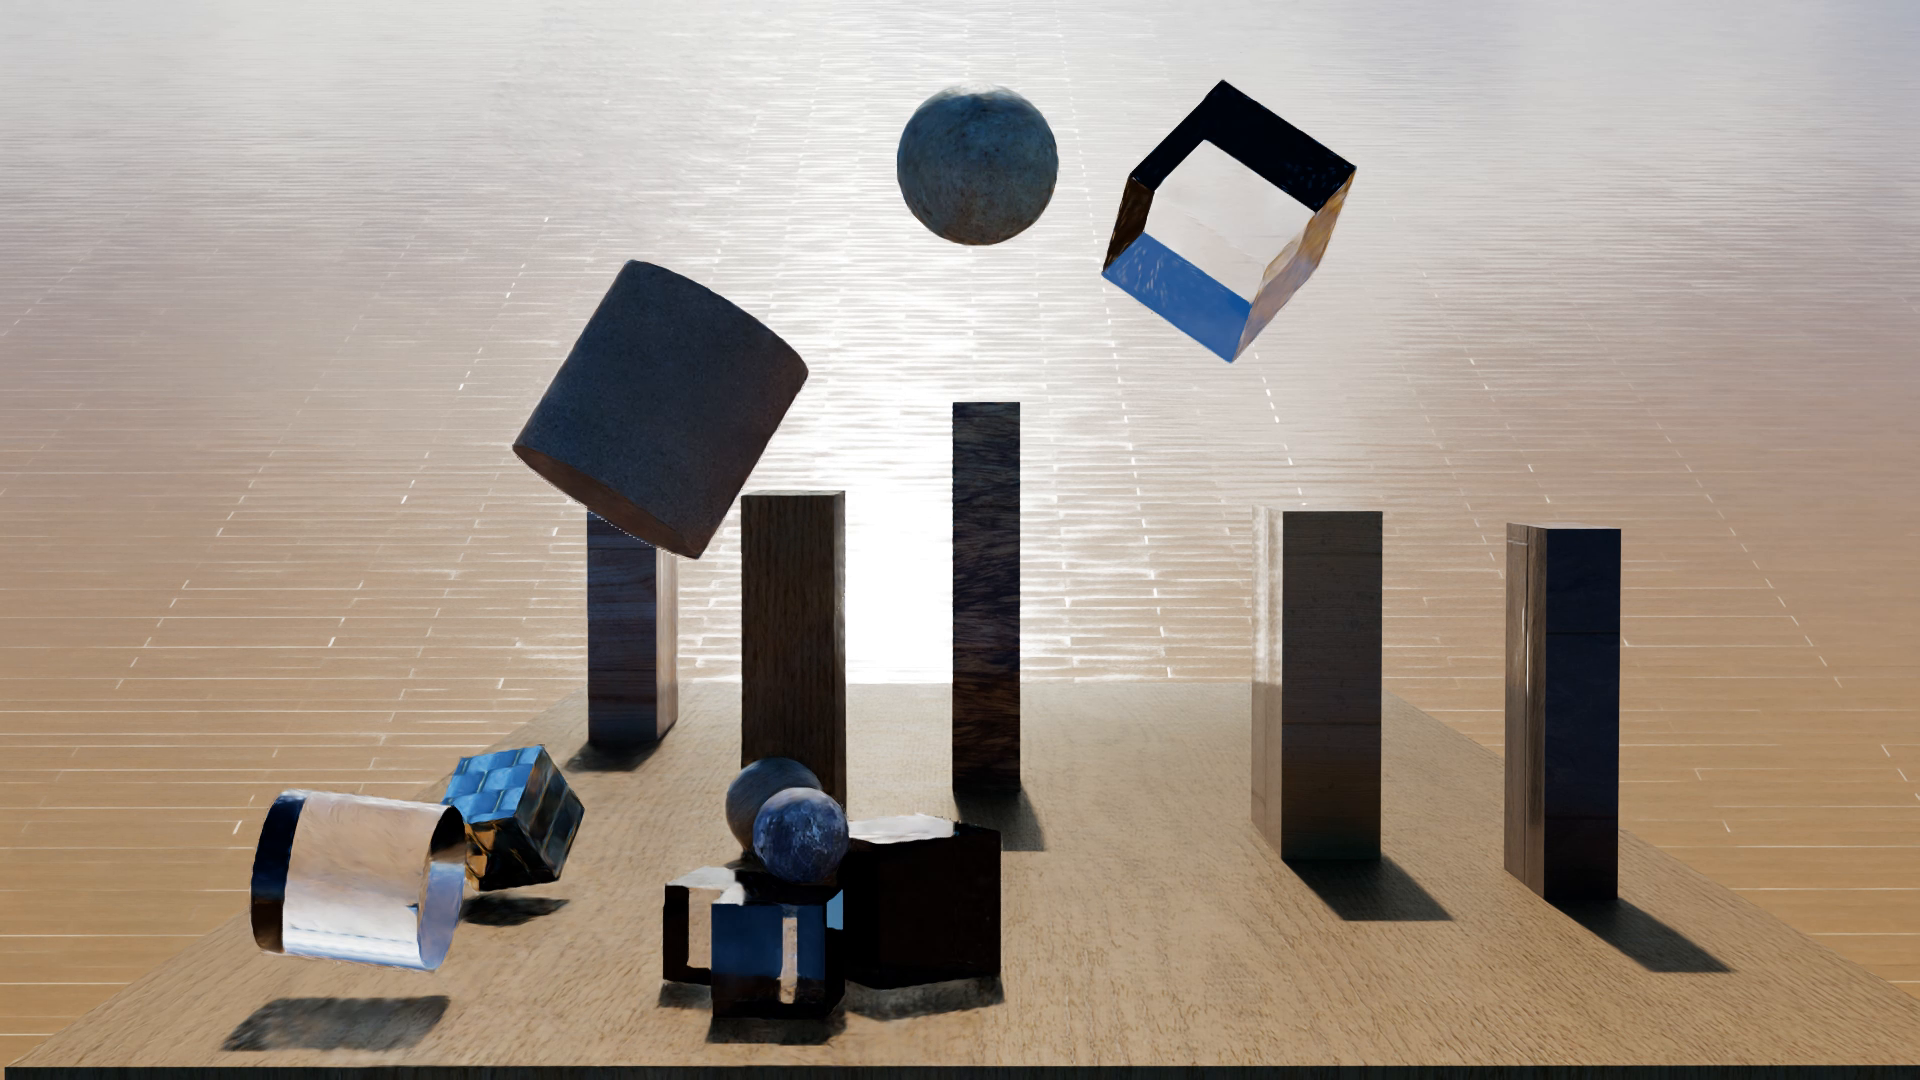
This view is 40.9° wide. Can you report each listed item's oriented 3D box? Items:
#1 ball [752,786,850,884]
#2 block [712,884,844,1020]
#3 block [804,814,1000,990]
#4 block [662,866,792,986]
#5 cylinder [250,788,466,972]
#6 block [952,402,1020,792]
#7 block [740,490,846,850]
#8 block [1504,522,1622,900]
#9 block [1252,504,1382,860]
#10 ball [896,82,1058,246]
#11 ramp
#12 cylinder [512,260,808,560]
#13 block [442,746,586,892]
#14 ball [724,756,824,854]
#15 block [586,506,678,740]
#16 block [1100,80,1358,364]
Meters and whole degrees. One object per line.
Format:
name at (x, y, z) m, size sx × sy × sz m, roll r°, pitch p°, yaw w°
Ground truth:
ball at (-0.178, 0.330, 2.878) m, size 0.108 × 0.108 × 0.108 m, roll 0°, pitch 24°, yaw 0°
block at (-0.197, 0.448, 2.807) m, size 0.122 × 0.122 × 0.122 m, roll 0°, pitch 2°, yaw 7°
block at (-0.069, 0.418, 2.999) m, size 0.166 × 0.166 × 0.166 m, roll -2°, pitch 3°, yaw -34°
block at (-0.267, 0.444, 2.952) m, size 0.110 × 0.110 × 0.110 m, roll 3°, pitch 5°, yaw 18°
cylinder at (-0.663, 0.376, 2.850) m, size 0.184 × 0.184 × 0.184 m, roll 6°, pitch 24°, yaw 4°
block at (0.046, 0.095, 4.631) m, size 0.119 × 0.683 × 0.264 m, roll 0°, pitch 2°, yaw 0°
block at (-0.258, 0.192, 4.068) m, size 0.140 × 0.535 × 0.409 m, roll 0°, pitch 2°, yaw 0°
block at (0.832, 0.229, 3.571) m, size 0.099 × 0.498 × 0.251 m, roll 0°, pitch 2°, yaw 0°
block at (0.545, 0.206, 3.971) m, size 0.147 × 0.513 × 0.386 m, roll 0°, pitch 2°, yaw 0°
ball at (0.019, -0.412, 2.822) m, size 0.179 × 0.179 × 0.179 m, roll 0°, pitch 24°, yaw 0°
ramp at (0.054, 0.491, 4.542) m, size 2.000 × 0.100 × 4.000 m, roll 0°, pitch 2°, yaw 0°
cylinder at (-0.287, -0.124, 2.479) m, size 0.208 × 0.208 × 0.208 m, roll 29°, pitch -11°, yaw 6°
block at (-0.610, 0.378, 3.485) m, size 0.130 × 0.130 × 0.130 m, roll -11°, pitch 38°, yaw 22°
ball at (-0.271, 0.395, 3.796) m, size 0.150 × 0.150 × 0.150 m, roll 0°, pitch 24°, yaw 0°
block at (-0.695, 0.129, 5.493) m, size 0.142 × 0.549 × 0.410 m, roll 0°, pitch 2°, yaw 0°
block at (0.274, -0.326, 2.645) m, size 0.168 × 0.168 × 0.168 m, roll 36°, pitch 61°, yaw 13°
